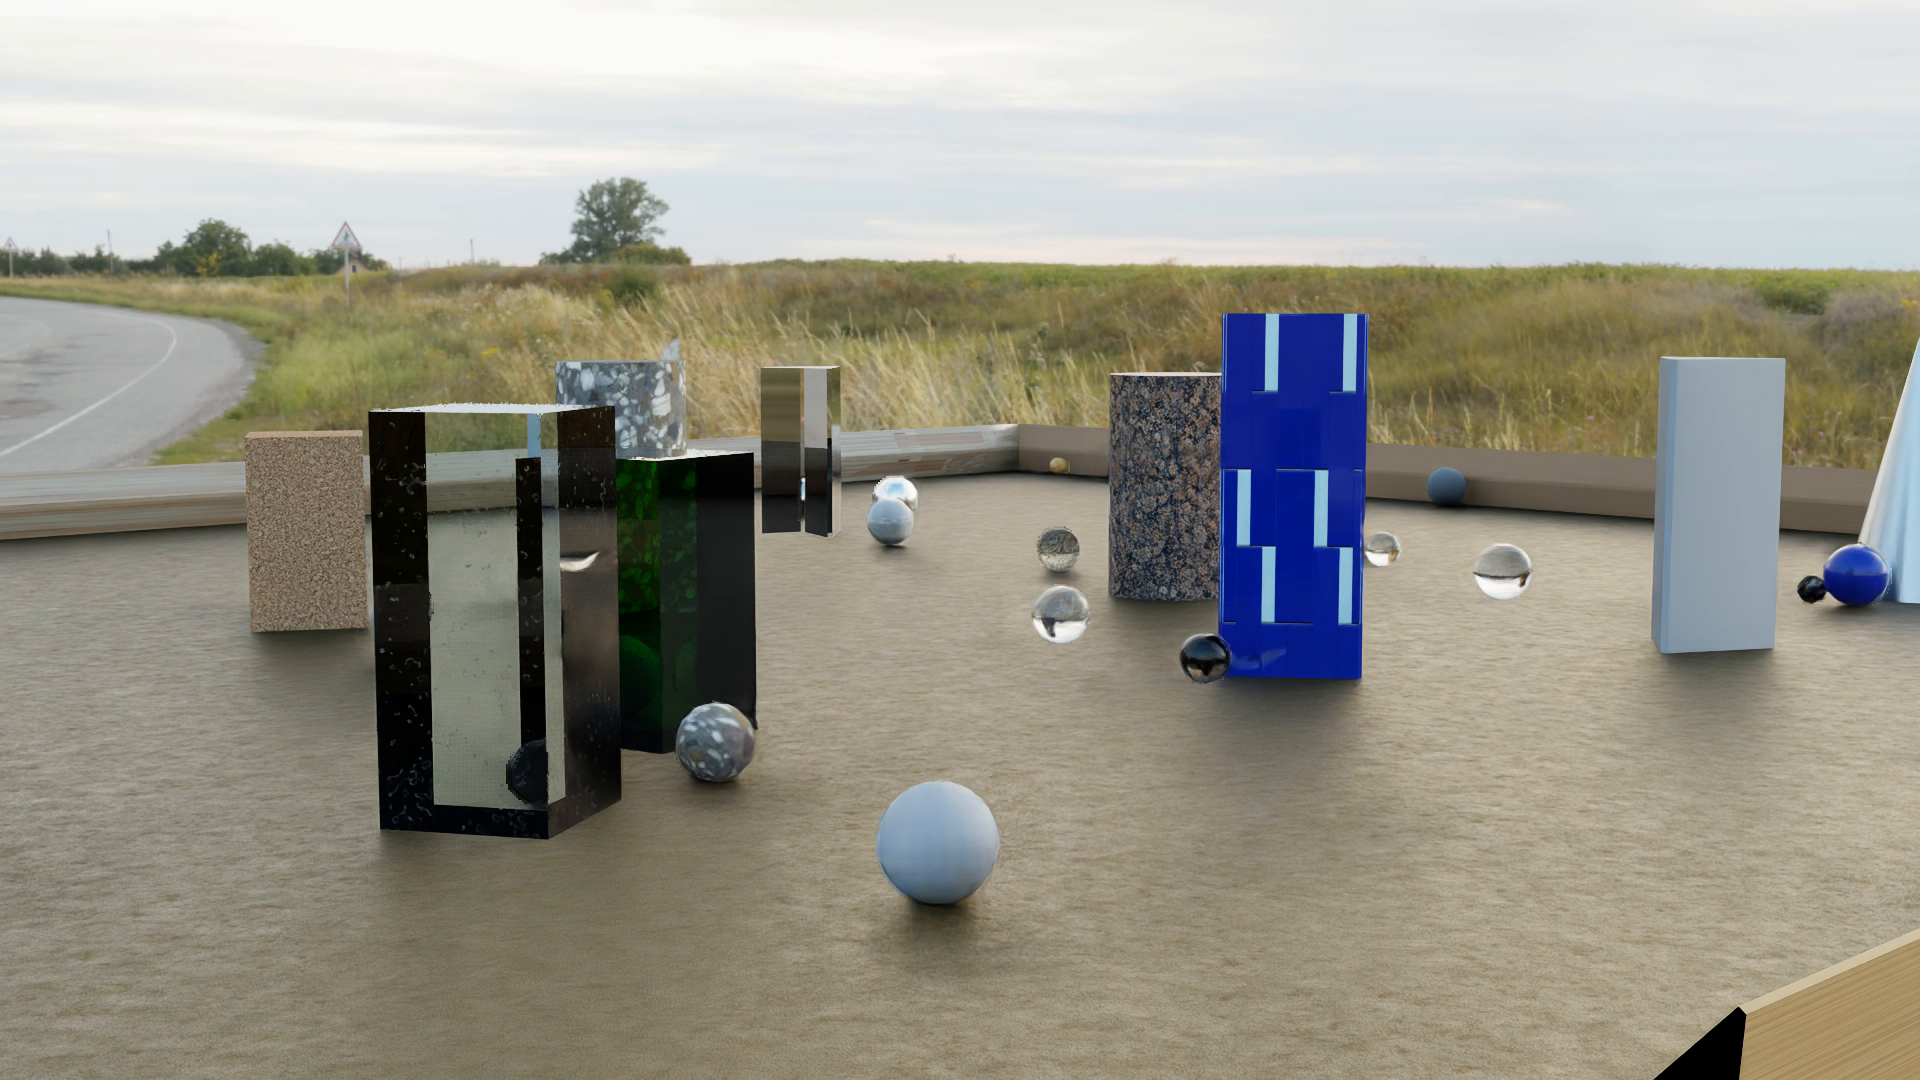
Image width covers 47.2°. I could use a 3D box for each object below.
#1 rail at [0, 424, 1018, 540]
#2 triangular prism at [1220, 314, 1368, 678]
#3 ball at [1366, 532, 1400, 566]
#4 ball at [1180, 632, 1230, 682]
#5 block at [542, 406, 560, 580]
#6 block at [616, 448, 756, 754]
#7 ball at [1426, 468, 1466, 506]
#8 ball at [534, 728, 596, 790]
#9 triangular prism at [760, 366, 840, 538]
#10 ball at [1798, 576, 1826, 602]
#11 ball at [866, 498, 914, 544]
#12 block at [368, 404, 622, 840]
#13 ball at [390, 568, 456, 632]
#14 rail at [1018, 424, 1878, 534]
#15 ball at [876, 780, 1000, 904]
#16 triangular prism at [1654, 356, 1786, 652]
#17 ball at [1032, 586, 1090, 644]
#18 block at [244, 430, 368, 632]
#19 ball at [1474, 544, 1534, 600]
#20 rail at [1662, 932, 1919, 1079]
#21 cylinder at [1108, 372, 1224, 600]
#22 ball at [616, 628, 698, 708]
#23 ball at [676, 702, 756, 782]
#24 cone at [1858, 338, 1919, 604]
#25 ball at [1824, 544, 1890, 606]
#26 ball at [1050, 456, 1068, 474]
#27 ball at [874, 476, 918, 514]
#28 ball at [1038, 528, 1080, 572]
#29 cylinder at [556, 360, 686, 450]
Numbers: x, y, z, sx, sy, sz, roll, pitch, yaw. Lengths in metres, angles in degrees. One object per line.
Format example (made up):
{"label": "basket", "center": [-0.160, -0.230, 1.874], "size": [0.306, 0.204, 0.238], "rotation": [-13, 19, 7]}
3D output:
{"label": "rail", "center": [-1.314, -0.115, 4.748], "size": [4.065, 0.127, 0.045], "rotation": [-5, 8, -42]}
{"label": "triangular prism", "center": [0.410, -0.060, 2.727], "size": [0.170, 0.440, 0.147], "rotation": [1, 6, 7]}
{"label": "ball", "center": [0.736, 0.016, 3.825], "size": [0.061, 0.061, 0.061], "rotation": [0, 6, 0]}
{"label": "ball", "center": [0.293, 0.141, 2.633], "size": [0.060, 0.060, 0.060], "rotation": [0, 6, 0]}
{"label": "block", "center": [-0.584, -0.079, 3.652], "size": [0.157, 0.286, 0.157], "rotation": [-5, 8, -39]}
{"label": "block", "center": [-0.325, 0.057, 2.303], "size": [0.157, 0.296, 0.157], "rotation": [4, 7, 32]}
{"label": "ball", "center": [1.106, -0.120, 4.996], "size": [0.088, 0.088, 0.088], "rotation": [0, 6, 0]}
{"label": "ball", "center": [-0.367, 0.204, 2.047], "size": [0.057, 0.057, 0.057], "rotation": [0, 6, 0]}
{"label": "triangular prism", "center": [-0.285, -0.179, 4.394], "size": [0.170, 0.331, 0.147], "rotation": [4, 7, 33]}
{"label": "ball", "center": [1.299, 0.075, 3.353], "size": [0.042, 0.042, 0.042], "rotation": [0, 6, 0]}
{"label": "ball", "center": [-0.132, -0.035, 4.178], "size": [0.089, 0.089, 0.089], "rotation": [0, 6, 0]}
{"label": "block", "center": [-0.404, 0.064, 1.931], "size": [0.157, 0.359, 0.157], "rotation": [2, 6, 14]}
{"label": "ball", "center": [-0.745, 0.084, 3.049], "size": [0.087, 0.087, 0.087], "rotation": [0, 6, 0]}
{"label": "rail", "center": [1.476, -0.109, 4.687], "size": [0.045, 0.127, 3.922], "rotation": [-5, 8, -42]}
{"label": "ball", "center": [-0.016, 0.227, 1.654], "size": [0.092, 0.092, 0.092], "rotation": [0, 6, 0]}
{"label": "triangular prism", "center": [0.976, -0.052, 2.938], "size": [0.170, 0.381, 0.147], "rotation": [-2, 6, -17]}
{"label": "ball", "center": [0.136, 0.100, 2.941], "size": [0.077, 0.077, 0.077], "rotation": [0, 6, 0]}
{"label": "block", "center": [-0.929, -0.017, 3.133], "size": [0.157, 0.270, 0.157], "rotation": [-2, 6, -15]}
{"label": "ball", "center": [0.835, 0.049, 3.377], "size": [0.088, 0.088, 0.088], "rotation": [0, 6, 0]}
{"label": "rail", "center": [1.314, 0.181, 1.916], "size": [4.065, 0.127, 0.045], "rotation": [-5, 8, -42]}
{"label": "cylinder", "center": [0.332, -0.088, 3.457], "size": [0.196, 0.345, 0.196], "rotation": [0, 6, 0]}
{"label": "ball", "center": [-0.340, 0.143, 2.468], "size": [0.091, 0.091, 0.091], "rotation": [0, 6, 0]}
{"label": "ball", "center": [-0.232, 0.191, 2.081], "size": [0.075, 0.075, 0.075], "rotation": [0, 6, 0]}
{"label": "cone", "center": [1.487, -0.118, 3.424], "size": [0.196, 0.411, 0.196], "rotation": [0, 6, 0]}
{"label": "ball", "center": [1.352, 0.053, 3.318], "size": [0.093, 0.093, 0.093], "rotation": [0, 6, 0]}
{"label": "ball", "center": [0.268, -0.201, 5.955], "size": [0.049, 0.049, 0.049], "rotation": [0, 6, 0]}
{"label": "ball", "center": [-0.135, -0.086, 4.642], "size": [0.094, 0.094, 0.094], "rotation": [0, 6, 0]}
{"label": "ball", "center": [0.169, 0.016, 3.761], "size": [0.074, 0.074, 0.074], "rotation": [0, 6, 0]}
{"label": "cylinder", "center": [-0.515, -0.089, 3.358], "size": [0.196, 0.367, 0.196], "rotation": [0, 6, 0]}
